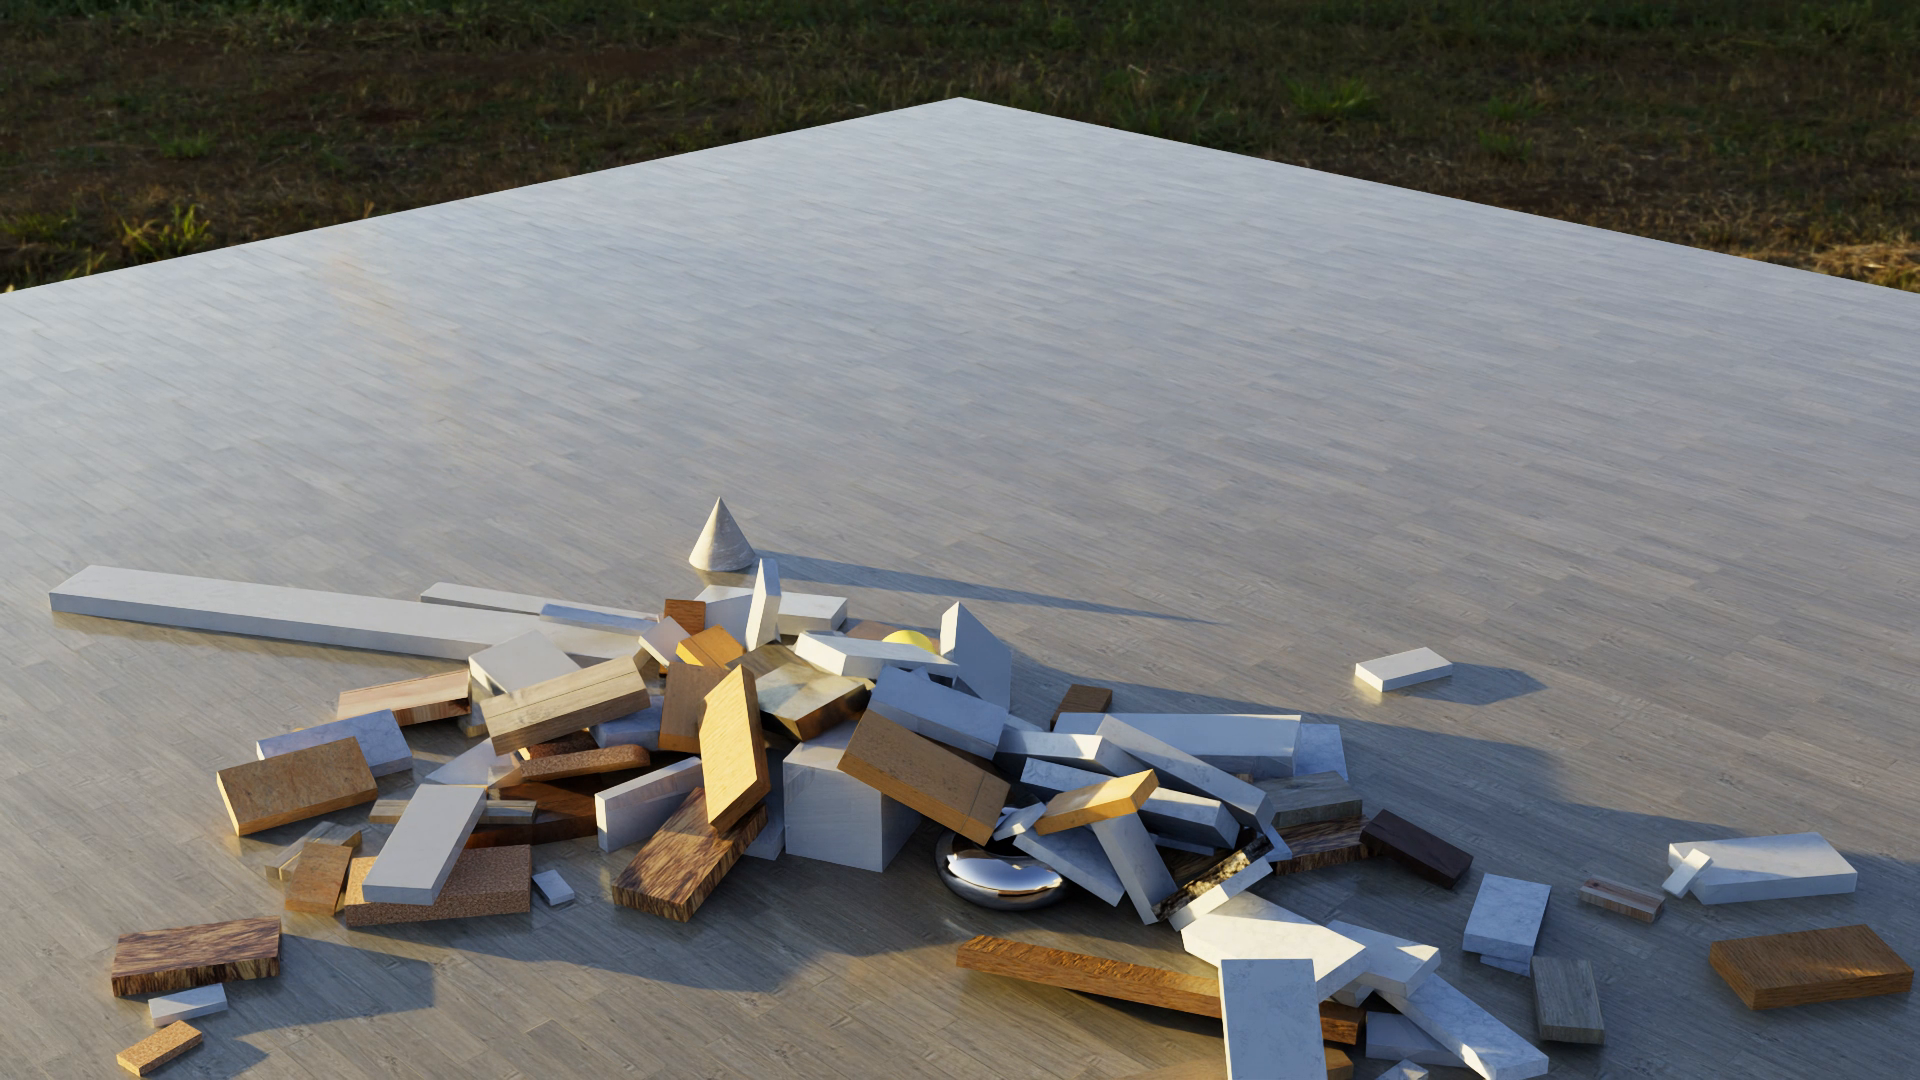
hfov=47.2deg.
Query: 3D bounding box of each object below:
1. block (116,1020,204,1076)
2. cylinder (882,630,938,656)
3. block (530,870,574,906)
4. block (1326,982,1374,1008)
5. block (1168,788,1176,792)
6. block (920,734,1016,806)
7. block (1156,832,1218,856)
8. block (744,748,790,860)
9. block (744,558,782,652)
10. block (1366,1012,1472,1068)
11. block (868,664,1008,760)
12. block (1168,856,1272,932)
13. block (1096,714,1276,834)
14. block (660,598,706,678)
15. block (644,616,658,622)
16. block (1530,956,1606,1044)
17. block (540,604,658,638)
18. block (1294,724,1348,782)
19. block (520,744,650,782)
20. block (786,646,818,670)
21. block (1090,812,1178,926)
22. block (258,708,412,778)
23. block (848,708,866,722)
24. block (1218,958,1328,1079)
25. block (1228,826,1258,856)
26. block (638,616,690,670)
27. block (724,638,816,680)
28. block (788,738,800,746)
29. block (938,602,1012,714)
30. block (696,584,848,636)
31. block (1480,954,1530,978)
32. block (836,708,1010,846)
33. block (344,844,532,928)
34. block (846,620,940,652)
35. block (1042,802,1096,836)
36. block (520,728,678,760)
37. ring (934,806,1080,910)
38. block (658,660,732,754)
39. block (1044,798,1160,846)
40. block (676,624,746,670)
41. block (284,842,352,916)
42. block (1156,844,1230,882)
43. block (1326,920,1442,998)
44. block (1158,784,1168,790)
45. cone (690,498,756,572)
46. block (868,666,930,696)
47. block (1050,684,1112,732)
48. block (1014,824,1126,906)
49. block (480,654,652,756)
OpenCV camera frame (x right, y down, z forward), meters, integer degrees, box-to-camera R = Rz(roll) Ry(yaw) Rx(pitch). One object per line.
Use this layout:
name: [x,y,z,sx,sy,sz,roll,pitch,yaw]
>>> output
block: [-1.351,0.858,3.716,0.062,0.017,0.123,16,28,33]
cylinder: [-0.108,0.294,4.888,0.141,0.141,0.141,-6,24,-14]
block: [-0.775,0.661,4.185,0.049,0.014,0.097,-14,27,-29]
block: [0.630,0.757,3.872,0.217,0.031,0.108,6,30,40]
block: [0.394,0.541,4.452,0.092,0.026,0.185,3,23,8]
block: [-0.006,0.449,4.417,0.038,0.266,0.133,-36,2,33]
block: [0.443,0.582,4.294,0.127,0.018,0.063,9,25,21]
block: [-0.380,0.526,4.409,0.140,0.040,0.280,8,34,19]
block: [-0.435,0.171,4.850,0.034,0.241,0.121,3,41,-15]
block: [0.785,0.847,3.729,0.191,0.027,0.095,4,23,9]
block: [-0.045,0.341,4.371,0.266,0.038,0.133,20,30,0]
block: [0.471,0.644,3.993,0.110,0.221,0.031,-26,77,-30]
block: [0.438,0.455,4.267,0.347,0.049,0.173,25,-12,21]
block: [-0.635,0.227,5.034,0.092,0.026,0.185,4,64,-5]
block: [-0.687,0.217,5.173,0.116,0.058,0.016,8,19,17]
block: [1.049,0.794,3.802,0.104,0.029,0.208,3,23,8]
block: [-0.811,0.194,5.119,0.327,0.016,0.058,9,25,0]
block: [0.744,0.460,4.633,0.123,0.035,0.247,2,23,4]
block: [-0.761,0.454,4.475,0.235,0.033,0.117,-9,-12,6]
block: [-0.359,0.272,5.089,0.171,0.024,0.085,-3,23,-7]
block: [0.326,0.592,4.100,0.032,0.223,0.112,-24,9,32]
block: [-1.304,0.448,4.589,0.282,0.040,0.141,-14,49,-29]
block: [-0.199,0.411,4.613,0.132,0.037,0.264,-16,40,-34]
block: [0.512,0.829,3.582,0.154,0.044,0.308,0,49,0]
block: [0.547,0.608,4.233,0.056,0.016,0.112,-31,31,23]
block: [-0.628,0.261,4.975,0.184,0.026,0.092,42,50,13]
block: [-0.382,0.303,4.702,0.132,0.037,0.264,-26,33,-25]
block: [-0.346,0.375,4.771,0.121,0.034,0.241,-16,40,-34]
block: [0.033,0.284,4.884,0.050,0.177,0.354,-41,16,17]
block: [-0.457,0.170,5.260,0.344,0.049,0.172,5,16,9]
block: [0.991,0.757,3.959,0.095,0.014,0.048,13,26,28]
block: [-0.067,0.451,4.197,0.316,0.045,0.158,28,30,-1]
block: [-0.984,0.652,4.162,0.334,0.047,0.167,-4,23,-8]
block: [-0.134,0.255,5.081,0.263,0.037,0.131,15,24,22]
block: [0.227,0.568,4.388,0.184,0.026,0.092,16,28,33]
block: [-0.747,0.406,4.674,0.393,0.047,0.164,-3,22,-28]
ring: [0.102,0.605,4.206,0.305,0.102,0.305,1,22,0]
block: [-0.554,0.352,4.607,0.135,0.038,0.269,9,29,-8]
block: [0.271,0.547,4.239,0.223,0.032,0.112,16,-1,7]
block: [-0.507,0.293,4.896,0.241,0.034,0.121,41,42,24]
block: [-1.216,0.641,4.173,0.090,0.025,0.180,9,27,-8]
block: [0.457,0.604,4.300,0.197,0.028,0.099,-17,28,-35]
block: [0.711,0.725,3.818,0.217,0.031,0.108,9,31,43]
block: [0.305,0.490,4.450,0.239,0.034,0.119,13,57,45]
cone: [-0.610,-0.032,5.619,0.171,0.171,0.171,0,23,0]
block: [-0.083,0.405,4.475,0.133,0.266,0.038,-22,-2,-29]
block: [0.268,0.374,4.845,0.092,0.026,0.185,7,24,16]
block: [0.220,0.589,4.124,0.223,0.032,0.112,30,33,10]
block: [-0.824,0.343,4.584,0.328,0.047,0.164,-17,28,-13]
